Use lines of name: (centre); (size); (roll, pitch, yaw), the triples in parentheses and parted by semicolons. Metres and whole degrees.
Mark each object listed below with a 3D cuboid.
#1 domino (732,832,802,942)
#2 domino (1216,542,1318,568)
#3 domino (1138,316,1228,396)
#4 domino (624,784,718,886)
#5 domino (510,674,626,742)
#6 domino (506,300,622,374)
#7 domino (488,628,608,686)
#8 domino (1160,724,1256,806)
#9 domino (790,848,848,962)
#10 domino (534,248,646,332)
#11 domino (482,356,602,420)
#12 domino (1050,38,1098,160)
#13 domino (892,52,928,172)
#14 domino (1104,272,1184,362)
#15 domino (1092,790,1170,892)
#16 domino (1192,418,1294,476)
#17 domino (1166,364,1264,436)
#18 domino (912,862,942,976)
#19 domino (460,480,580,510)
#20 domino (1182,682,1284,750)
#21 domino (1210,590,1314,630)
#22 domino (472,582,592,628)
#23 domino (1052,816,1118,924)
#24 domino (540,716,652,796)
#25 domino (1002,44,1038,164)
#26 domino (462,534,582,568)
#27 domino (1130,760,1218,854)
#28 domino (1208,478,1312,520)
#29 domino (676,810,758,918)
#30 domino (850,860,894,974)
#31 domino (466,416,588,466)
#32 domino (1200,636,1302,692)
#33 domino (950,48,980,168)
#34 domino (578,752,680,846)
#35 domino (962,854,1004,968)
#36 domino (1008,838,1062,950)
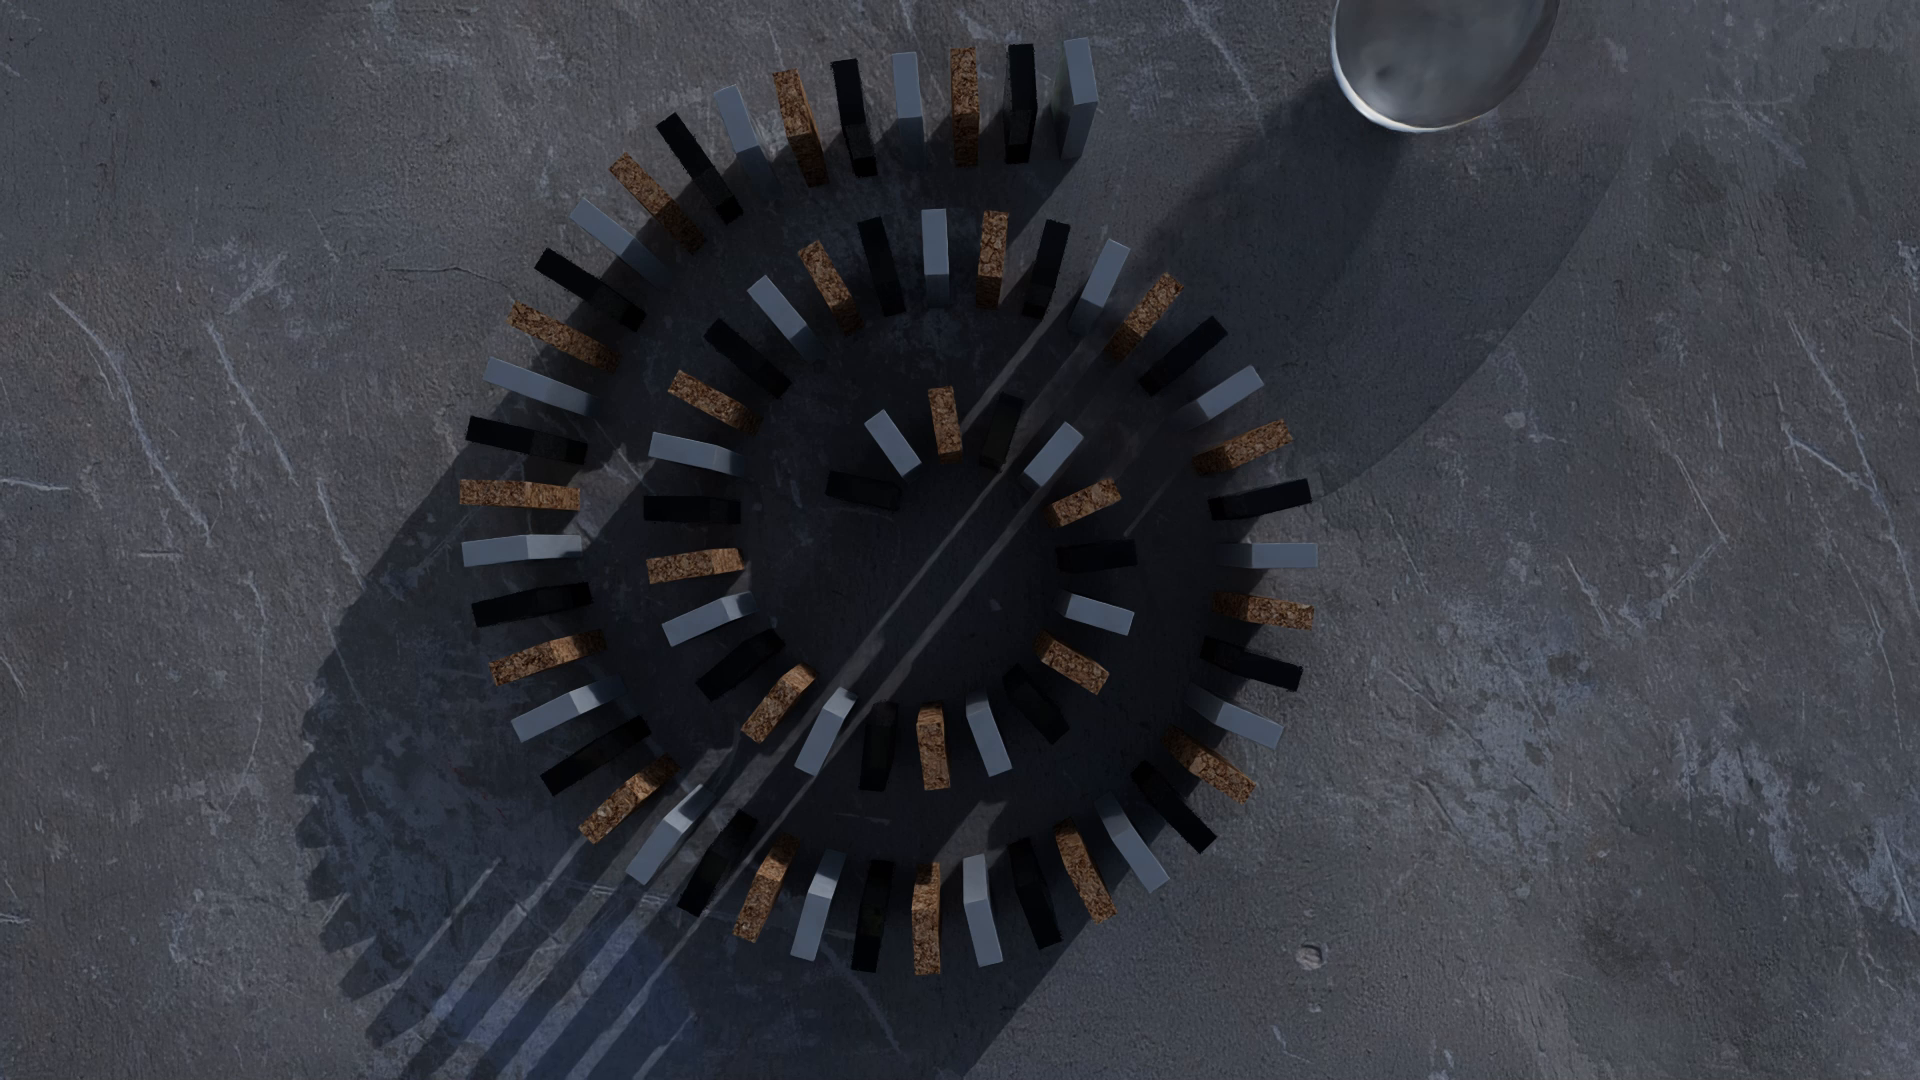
domino: (-0.078, 0.141, 0.375); (0.010, 0.050, 0.025); (22, 90, 0)
domino: (0.124, 0.006, 0.375); (0.025, 0.050, 0.009); (0, 90, 0)
domino: (0.090, -0.074, 0.375); (0.025, 0.050, 0.009); (-41, 90, 0)
domino: (-0.117, 0.119, 0.375); (0.009, 0.050, 0.025); (36, 90, 0)
domino: (-0.158, 0.068, 0.375); (0.025, 0.050, 0.010); (-26, 90, 0)
domino: (-0.161, -0.082, 0.375); (0.025, 0.050, 0.010); (26, 90, 0)
domino: (-0.167, 0.047, 0.375); (0.025, 0.050, 0.010); (-20, 90, 0)
domino: (0.100, 0.091, 0.375); (0.025, 0.050, 0.009); (33, 90, 0)
domino: (-0.057, 0.148, 0.375); (0.009, 0.050, 0.025); (16, 90, 0)
domino: (-0.150, -0.101, 0.375); (0.025, 0.050, 0.010); (32, 90, 0)
domino: (-0.169, -0.061, 0.375); (0.025, 0.050, 0.009); (20, 90, 0)
domino: (0.046, -0.179, 0.375); (0.009, 0.050, 0.025); (-10, 90, 0)
domino: (-0.020, -0.174, 0.375); (0.010, 0.050, 0.025); (-6, 90, 0)
domino: (0.074, -0.090, 0.375); (0.010, 0.050, 0.025); (40, 90, 0)
domino: (0.069, 0.122, 0.375); (0.009, 0.050, 0.025); (-35, 90, 0)
domino: (0.114, -0.037, 0.375); (0.025, 0.050, 0.010); (-25, 90, 0)
domino: (0.103, -0.056, 0.375); (0.025, 0.050, 0.009); (-33, 90, 0)
domino: (-0.013, 0.153, 0.375); (0.009, 0.050, 0.025); (-3, 90, 0)
domino: (-0.179, -0.018, 0.375); (0.025, 0.050, 0.010); (2, 90, 0)
domino: (0.110, 0.071, 0.375); (0.025, 0.050, 0.010); (23, 90, 0)
domino: (0.122, 0.028, 0.375); (0.025, 0.050, 0.009); (8, 90, 0)
domino: (-0.174, 0.026, 0.375); (0.025, 0.050, 0.009); (-14, 90, 0)
domino: (0.050, 0.134, 0.375); (0.010, 0.050, 0.025); (-28, 90, 0)
domino: (-0.148, 0.087, 0.375); (0.025, 0.050, 0.010); (-33, 90, 0)
domino: (0.024, -0.177, 0.375); (0.009, 0.050, 0.025); (-4, 90, 0)
domino: (-0.178, 0.004, 0.375); (0.025, 0.050, 0.010); (-7, 90, 0)
domino: (0.086, 0.108, 0.375); (0.009, 0.050, 0.025); (-45, 90, 0)
domino: (0.121, -0.016, 0.375); (0.025, 0.050, 0.009); (-14, 90, 0)
domino: (-0.098, 0.131, 0.375); (0.009, 0.050, 0.025); (29, 90, 0)
domino: (-0.035, 0.152, 0.375); (0.009, 0.050, 0.025); (8, 90, 0)
domino: (-0.176, -0.040, 0.375); (0.025, 0.050, 0.010); (13, 90, 0)
domino: (0.118, 0.050, 0.375); (0.025, 0.050, 0.009); (16, 90, 0)
domino: (0.002, -0.175, 0.375); (0.009, 0.050, 0.025); (-4, 90, 0)
domino: (-0.134, 0.105, 0.375); (0.025, 0.050, 0.010); (-44, 90, 0)
domino: (0.009, 0.150, 0.375); (0.009, 0.050, 0.025); (-14, 90, 0)
domino: (0.030, 0.143, 0.375); (0.010, 0.050, 0.025); (-22, 90, 0)
